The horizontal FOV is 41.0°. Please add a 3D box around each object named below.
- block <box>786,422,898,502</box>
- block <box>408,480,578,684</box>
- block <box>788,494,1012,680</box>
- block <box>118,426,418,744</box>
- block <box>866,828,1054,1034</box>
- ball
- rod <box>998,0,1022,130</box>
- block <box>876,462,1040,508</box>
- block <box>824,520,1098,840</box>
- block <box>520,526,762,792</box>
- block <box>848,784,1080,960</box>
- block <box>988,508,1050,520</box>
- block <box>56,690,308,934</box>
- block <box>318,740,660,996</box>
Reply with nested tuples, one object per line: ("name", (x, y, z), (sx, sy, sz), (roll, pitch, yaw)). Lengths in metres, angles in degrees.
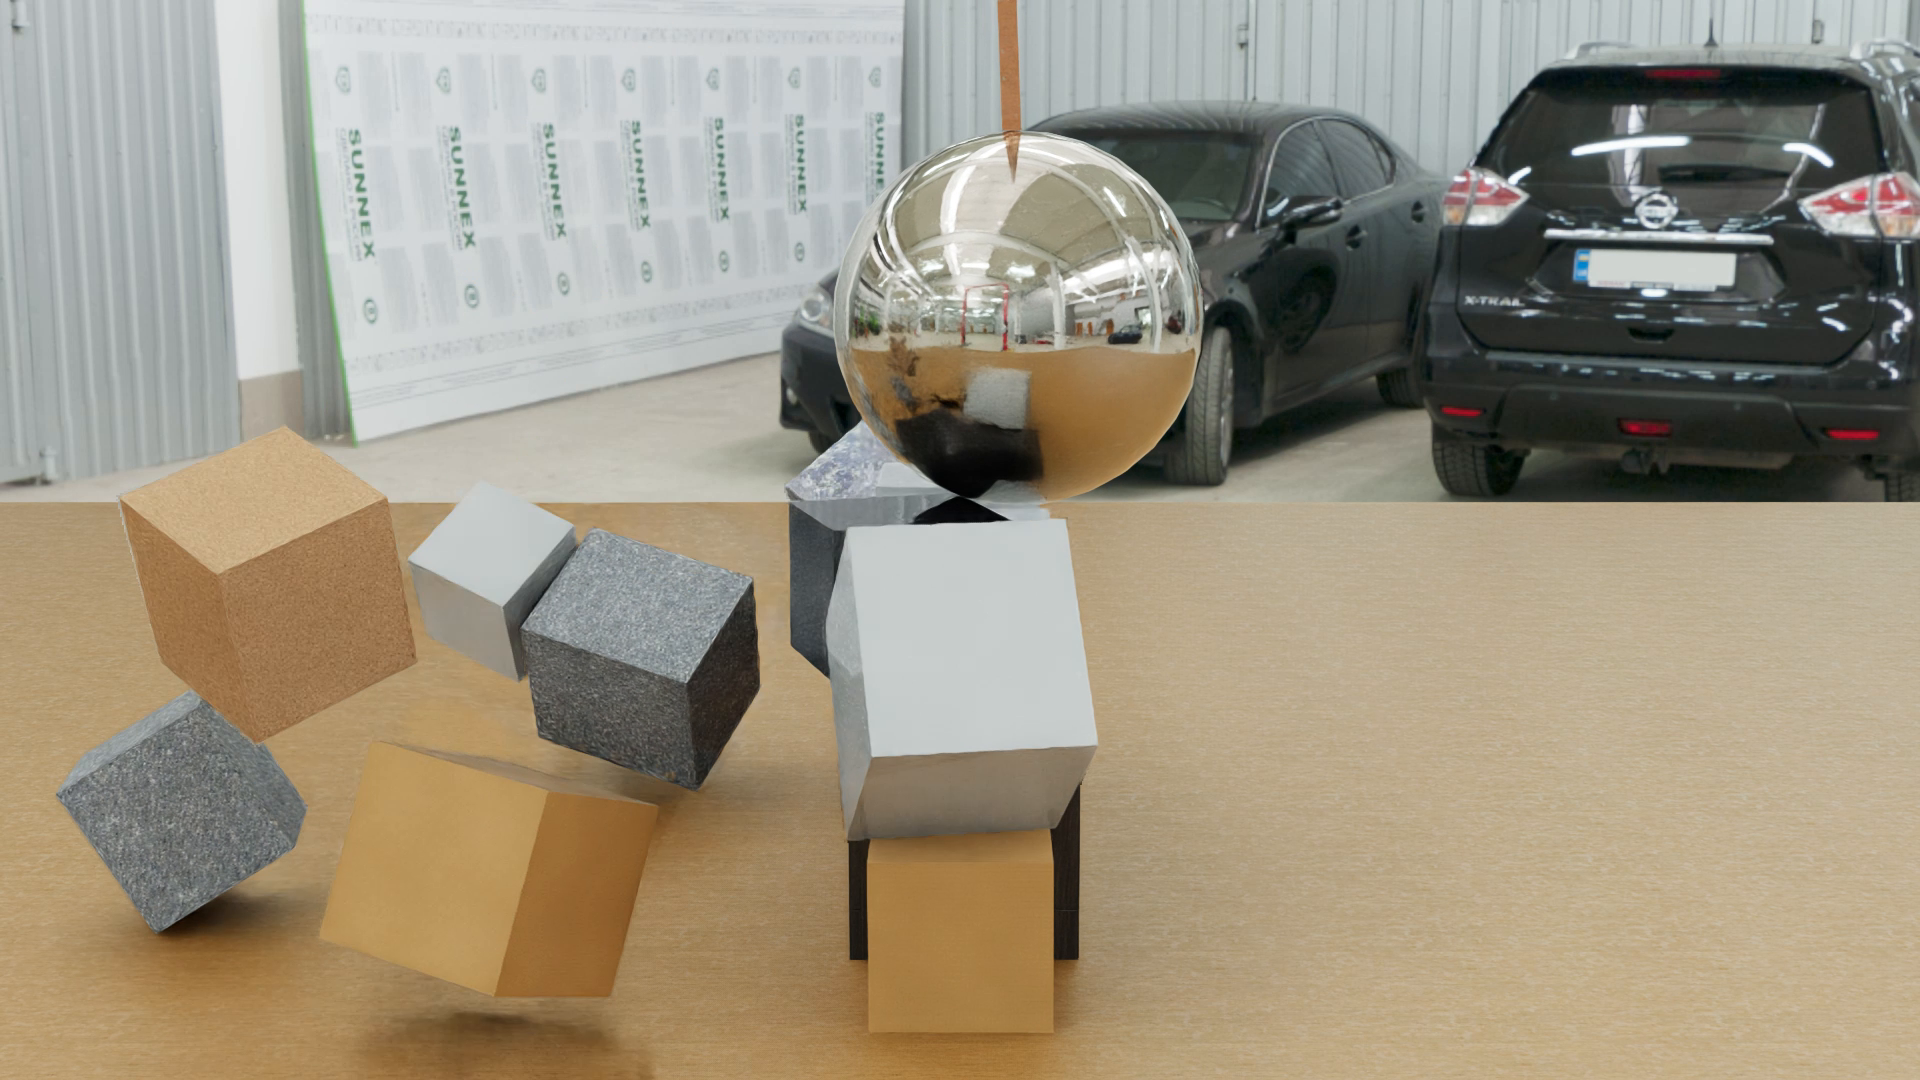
("block", (-0.451, -0.128, 13.491), (0.587, 0.643, 0.593), (37, 68, 28))
("block", (-2.286, 0.205, 12.749), (0.571, 0.625, 0.588), (24, 55, 18))
("block", (-0.257, 0.190, 10.772), (0.757, 0.629, 0.760), (-3, 11, -17))
("block", (-2.712, 0.163, 10.098), (0.734, 0.794, 0.753), (-29, 42, -34))
("block", (0.004, 1.433, 9.844), (0.683, 0.655, 0.798), (0, 10, 0))
("ball", (0.253, -0.949, 11.008), (1.600, 1.600, 1.600), (0, 10, 0))
("rod", (0.110, -4.291, 10.400), (0.080, 5.200, 0.080), (-2, 10, 0))
("block", (-0.004, 0.016, 12.445), (0.765, 0.673, 0.763), (0, 10, 1))
("block", (-0.020, 0.528, 9.560), (0.809, 0.895, 0.855), (-2, -26, -10))
("block", (-1.568, 0.590, 12.749), (0.889, 0.830, 0.735), (17, 49, 15))
("block", (0.016, 1.069, 10.692), (0.921, 1.072, 0.992), (0, 10, 0))
("block", (-0.014, 0.259, 11.698), (0.843, 0.686, 0.771), (0, 10, 1))
("block", (-3.260, 1.099, 10.820), (0.662, 0.708, 0.688), (-32, 12, -4))
("block", (-1.717, 1.215, 9.430), (0.780, 0.732, 0.775), (12, -4, 25))
